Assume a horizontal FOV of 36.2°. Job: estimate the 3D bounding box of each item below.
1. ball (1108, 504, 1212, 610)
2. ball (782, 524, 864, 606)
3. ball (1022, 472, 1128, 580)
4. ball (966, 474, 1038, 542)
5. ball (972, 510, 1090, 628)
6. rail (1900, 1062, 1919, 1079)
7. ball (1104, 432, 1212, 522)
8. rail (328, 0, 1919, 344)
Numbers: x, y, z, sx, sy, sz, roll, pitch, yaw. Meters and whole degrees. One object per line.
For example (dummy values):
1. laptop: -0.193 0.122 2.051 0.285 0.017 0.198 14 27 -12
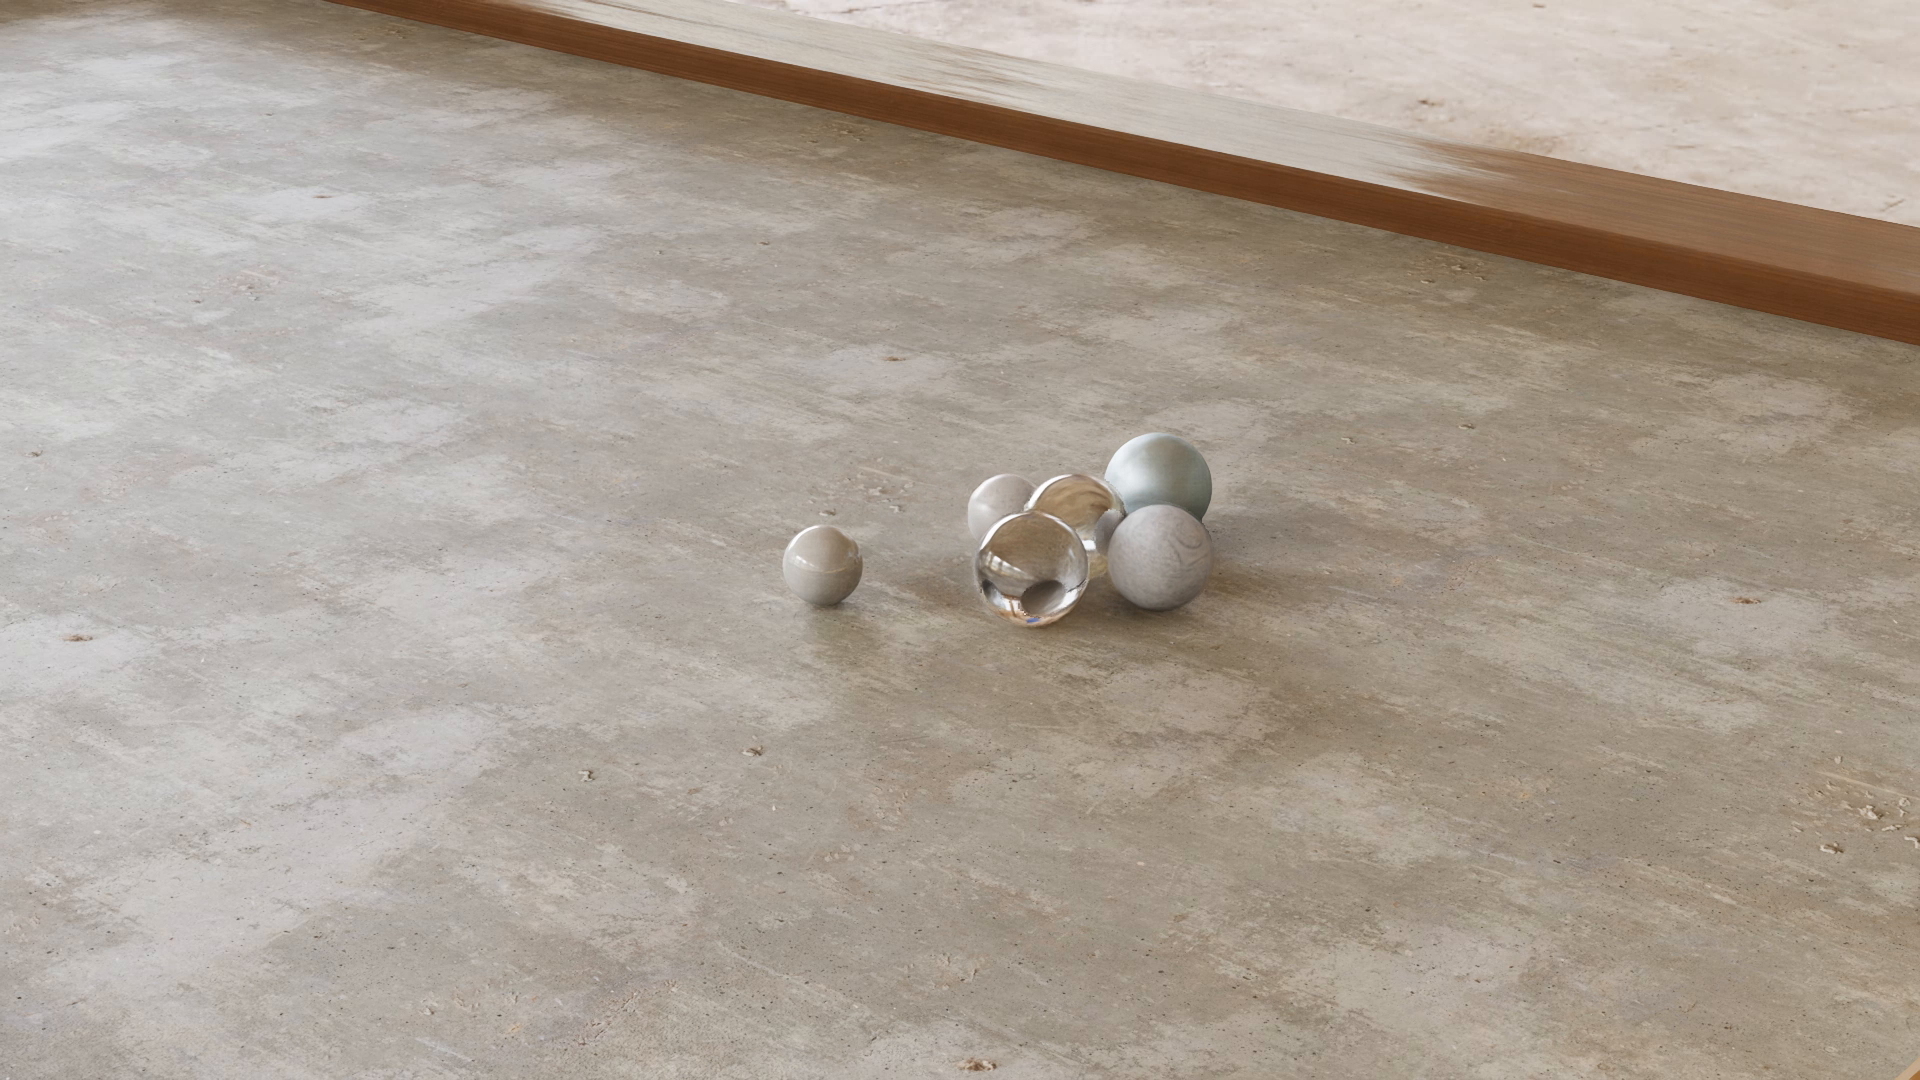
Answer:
1. ball: 0.170 0.015 2.502 0.090 0.090 0.090 0 22 0
2. ball: -0.117 0.021 2.513 0.069 0.069 0.069 0 22 0
3. ball: 0.100 -0.011 2.559 0.095 0.095 0.095 0 22 0
4. ball: 0.042 -0.023 2.619 0.072 0.072 0.072 0 22 0
5. ball: 0.059 0.024 2.466 0.098 0.098 0.098 0 22 0
6. rail: 0.764 0.233 1.898 0.045 0.127 2.412 18 28 38
7. ball: 0.178 -0.048 2.648 0.098 0.098 0.098 0 22 0
8. rail: 0.005 -0.602 3.999 4.189 0.127 0.045 18 28 38
